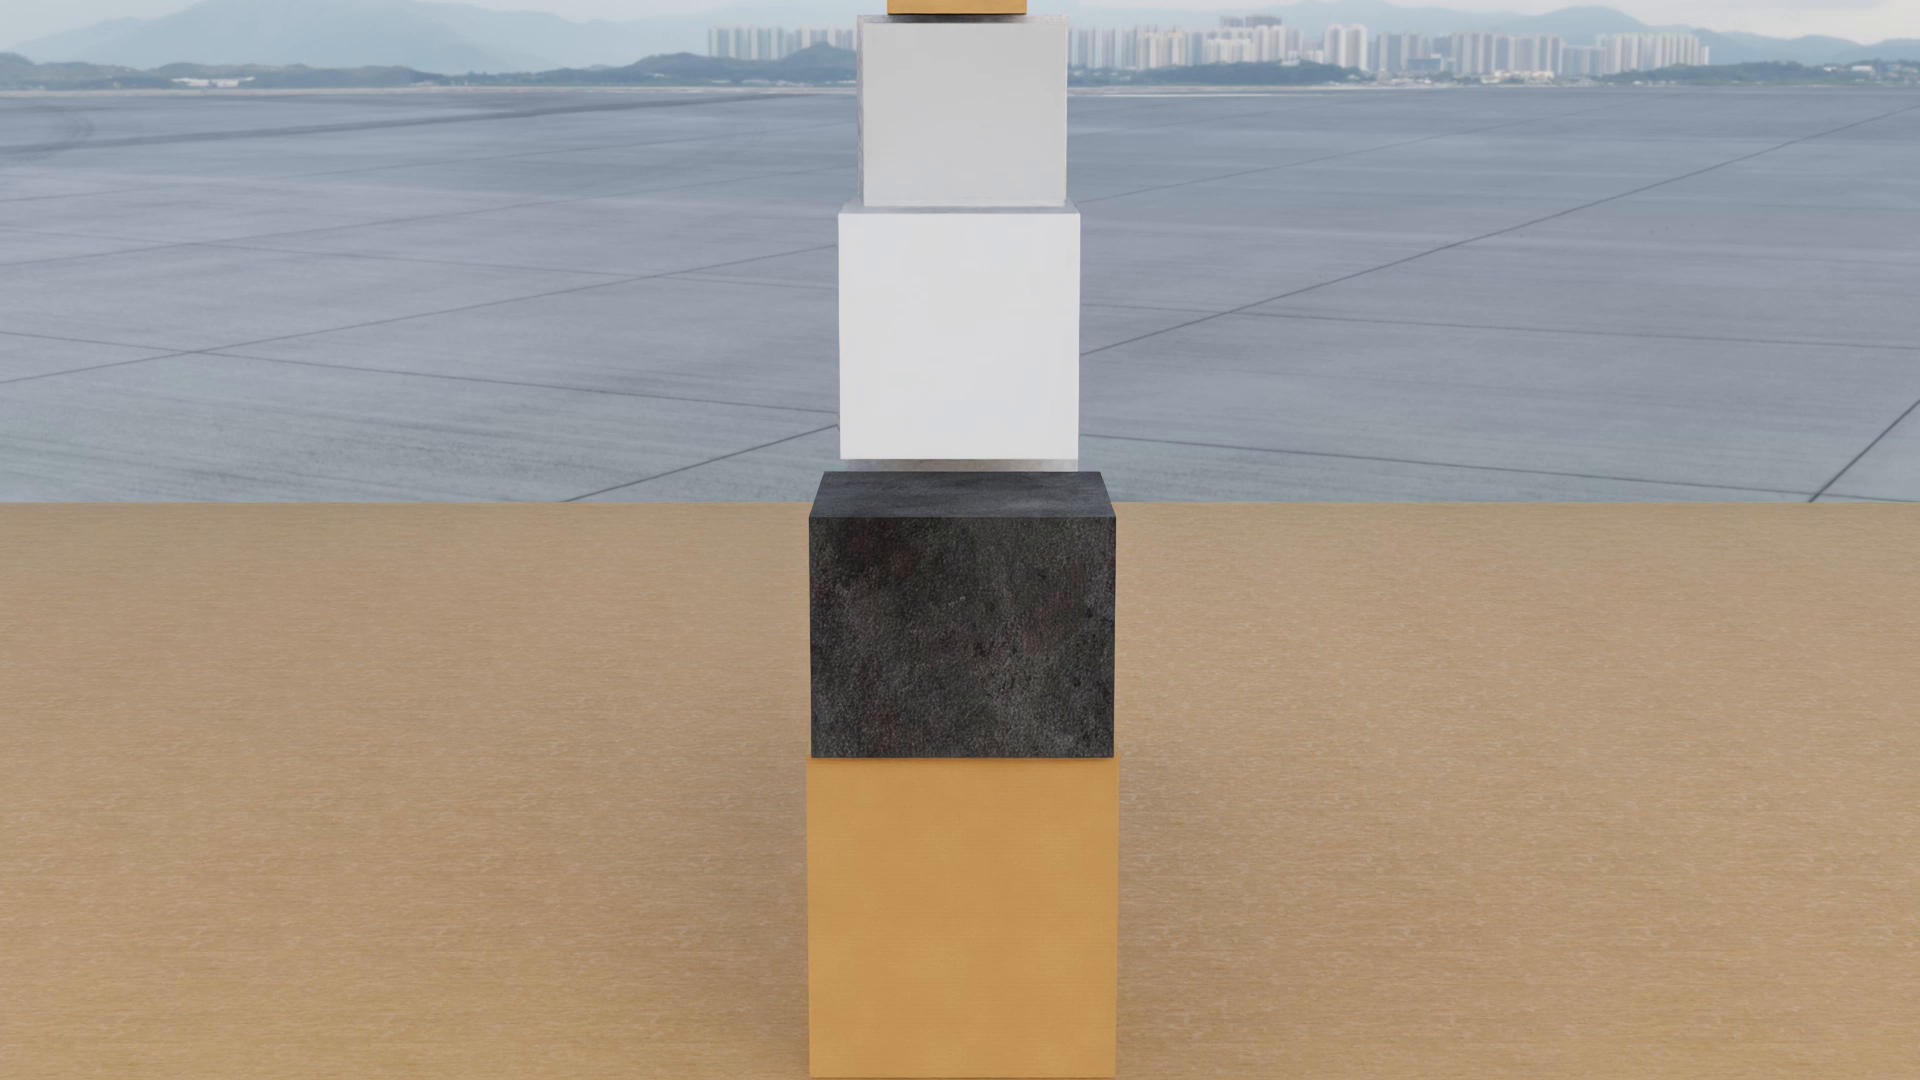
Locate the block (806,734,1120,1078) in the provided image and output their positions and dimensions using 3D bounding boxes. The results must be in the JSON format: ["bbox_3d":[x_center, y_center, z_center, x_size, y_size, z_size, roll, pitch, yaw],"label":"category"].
[{"bbox_3d":[0.010,1.237,9.458,1.084,1.182,0.961,0,10,0],"label":"block"}]

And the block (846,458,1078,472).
[{"bbox_3d":[0.007,-0.054,11.193,0.964,1.029,0.990,0,11,0],"label":"block"}]

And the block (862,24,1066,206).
[{"bbox_3d":[0.017,-1.728,10.366,0.787,0.702,0.737,0,11,0],"label":"block"}]

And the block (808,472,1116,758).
[{"bbox_3d":[0.008,0.246,9.258,1.041,0.841,1.014,0,10,0],"label":"block"}]

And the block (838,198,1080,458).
[{"bbox_3d":[-0.003,-0.860,10.193,0.909,0.933,0.947,0,11,0],"label":"block"}]

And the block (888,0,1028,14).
[{"bbox_3d":[-0.011,-2.486,10.713,0.572,0.574,0.559,0,10,0],"label":"block"}]

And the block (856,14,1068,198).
[{"bbox_3d":[0.009,-1.866,11.208,0.880,0.825,0.918,0,11,0],"label":"block"}]
